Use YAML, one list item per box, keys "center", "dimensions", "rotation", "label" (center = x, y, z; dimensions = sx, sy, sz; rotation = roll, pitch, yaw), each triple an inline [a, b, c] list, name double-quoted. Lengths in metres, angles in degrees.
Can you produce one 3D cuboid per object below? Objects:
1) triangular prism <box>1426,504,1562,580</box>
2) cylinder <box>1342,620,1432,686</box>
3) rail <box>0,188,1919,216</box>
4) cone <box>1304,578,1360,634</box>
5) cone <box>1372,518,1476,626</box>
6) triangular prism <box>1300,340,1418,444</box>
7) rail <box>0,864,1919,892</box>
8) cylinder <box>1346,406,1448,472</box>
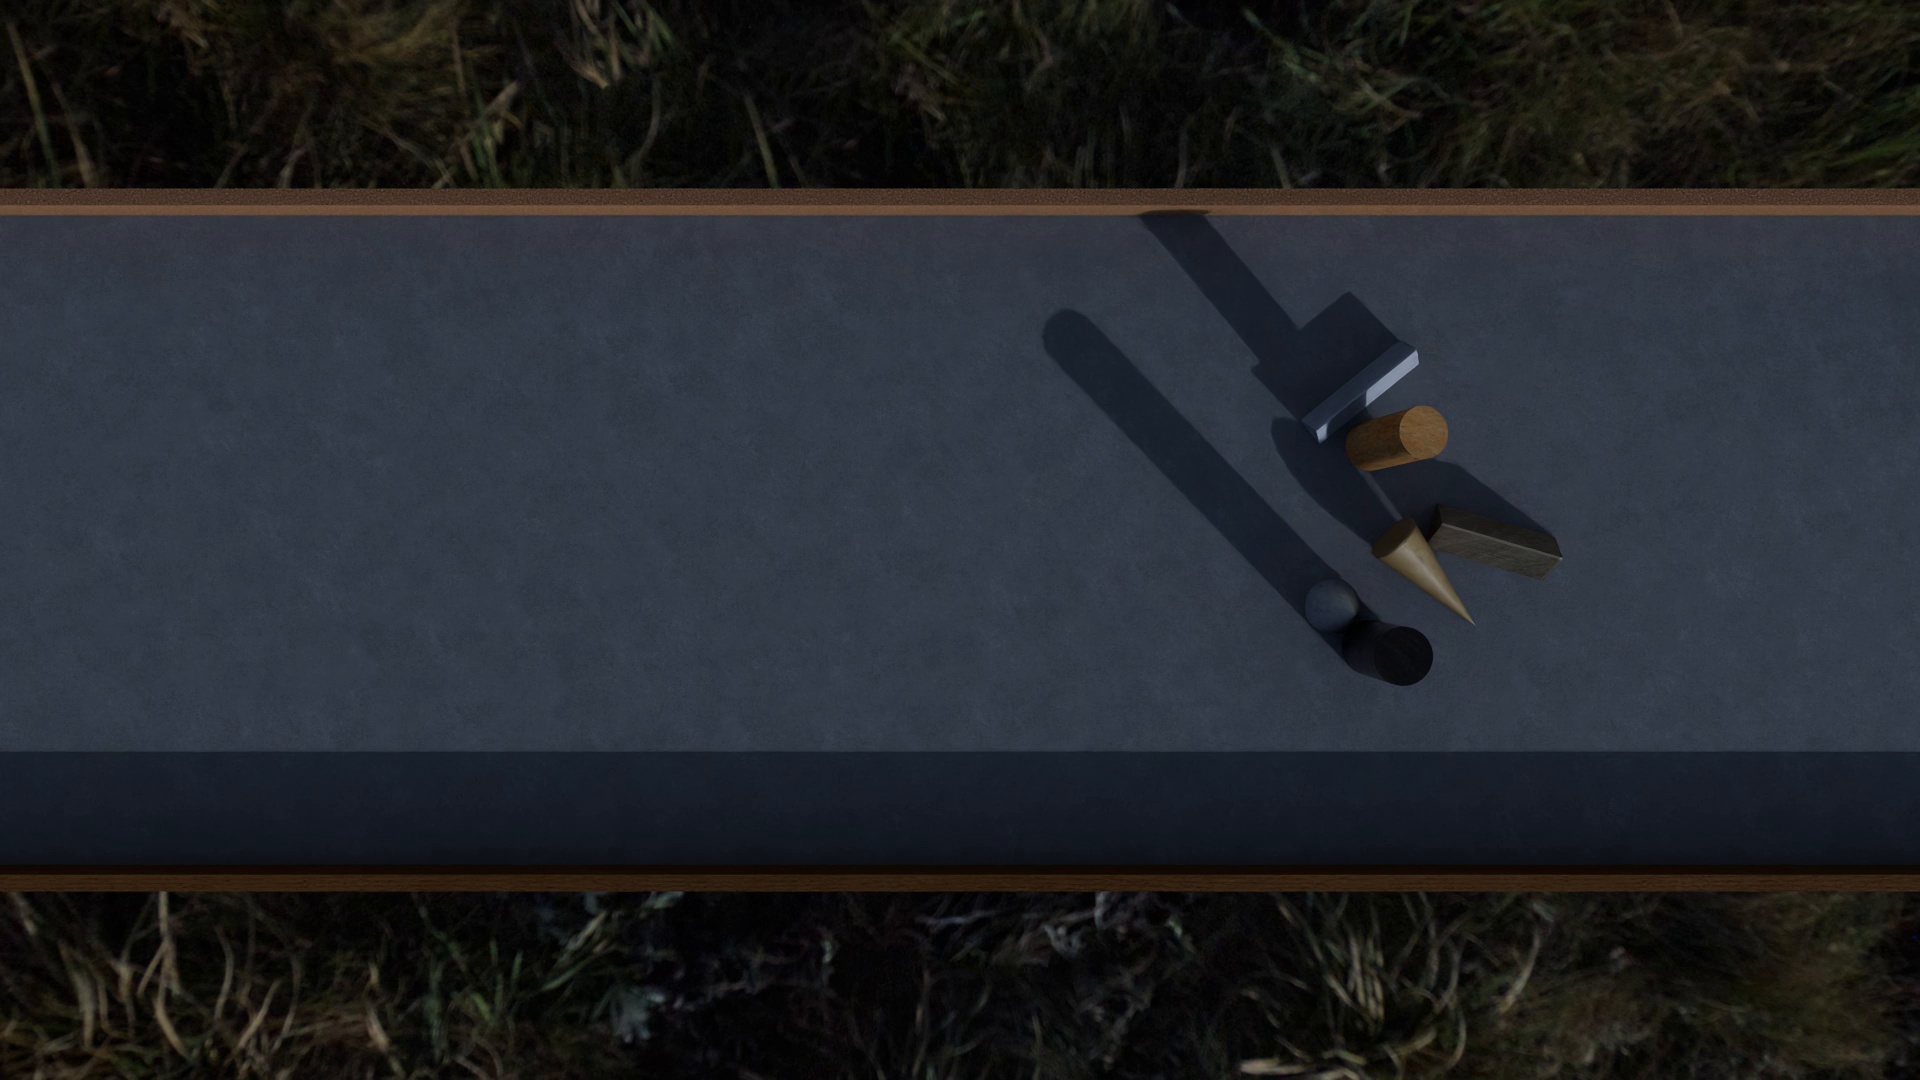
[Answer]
- center: [1.629, 0.005, 5.014]
  dimensions: [0.378, 0.118, 0.136]
  rotation: [16, 90, 0]
  label: "triangular prism"
- center: [1.258, 0.330, 4.872]
  dimensions: [0.168, 0.407, 0.168]
  rotation: [0, 90, 1]
  label: "cylinder"
- center: [-2.247, -1.025, 5.002]
  dimensions: [12.000, 0.150, 0.050]
  rotation: [0, 90, 0]
  label: "rail"
- center: [1.135, 0.208, 4.877]
  dimensions: [0.169, 0.388, 0.169]
  rotation: [0, 91, 3]
  label: "cone"
- center: [1.451, 0.129, 5.037]
  dimensions: [0.162, 0.162, 0.400]
  rotation: [-45, 101, 0]
  label: "cone"
- center: [1.229, -0.455, 5.034]
  dimensions: [0.392, 0.080, 0.093]
  rotation: [-39, 90, 0]
  label: "triangular prism"
- center: [-2.247, 1.025, 5.001]
  dimensions: [12.000, 0.150, 0.050]
  rotation: [0, 90, 0]
  label: "rail"
- center: [1.291, -0.298, 4.894]
  dimensions: [0.153, 0.339, 0.153]
  rotation: [1, 86, -13]
  label: "cylinder"
